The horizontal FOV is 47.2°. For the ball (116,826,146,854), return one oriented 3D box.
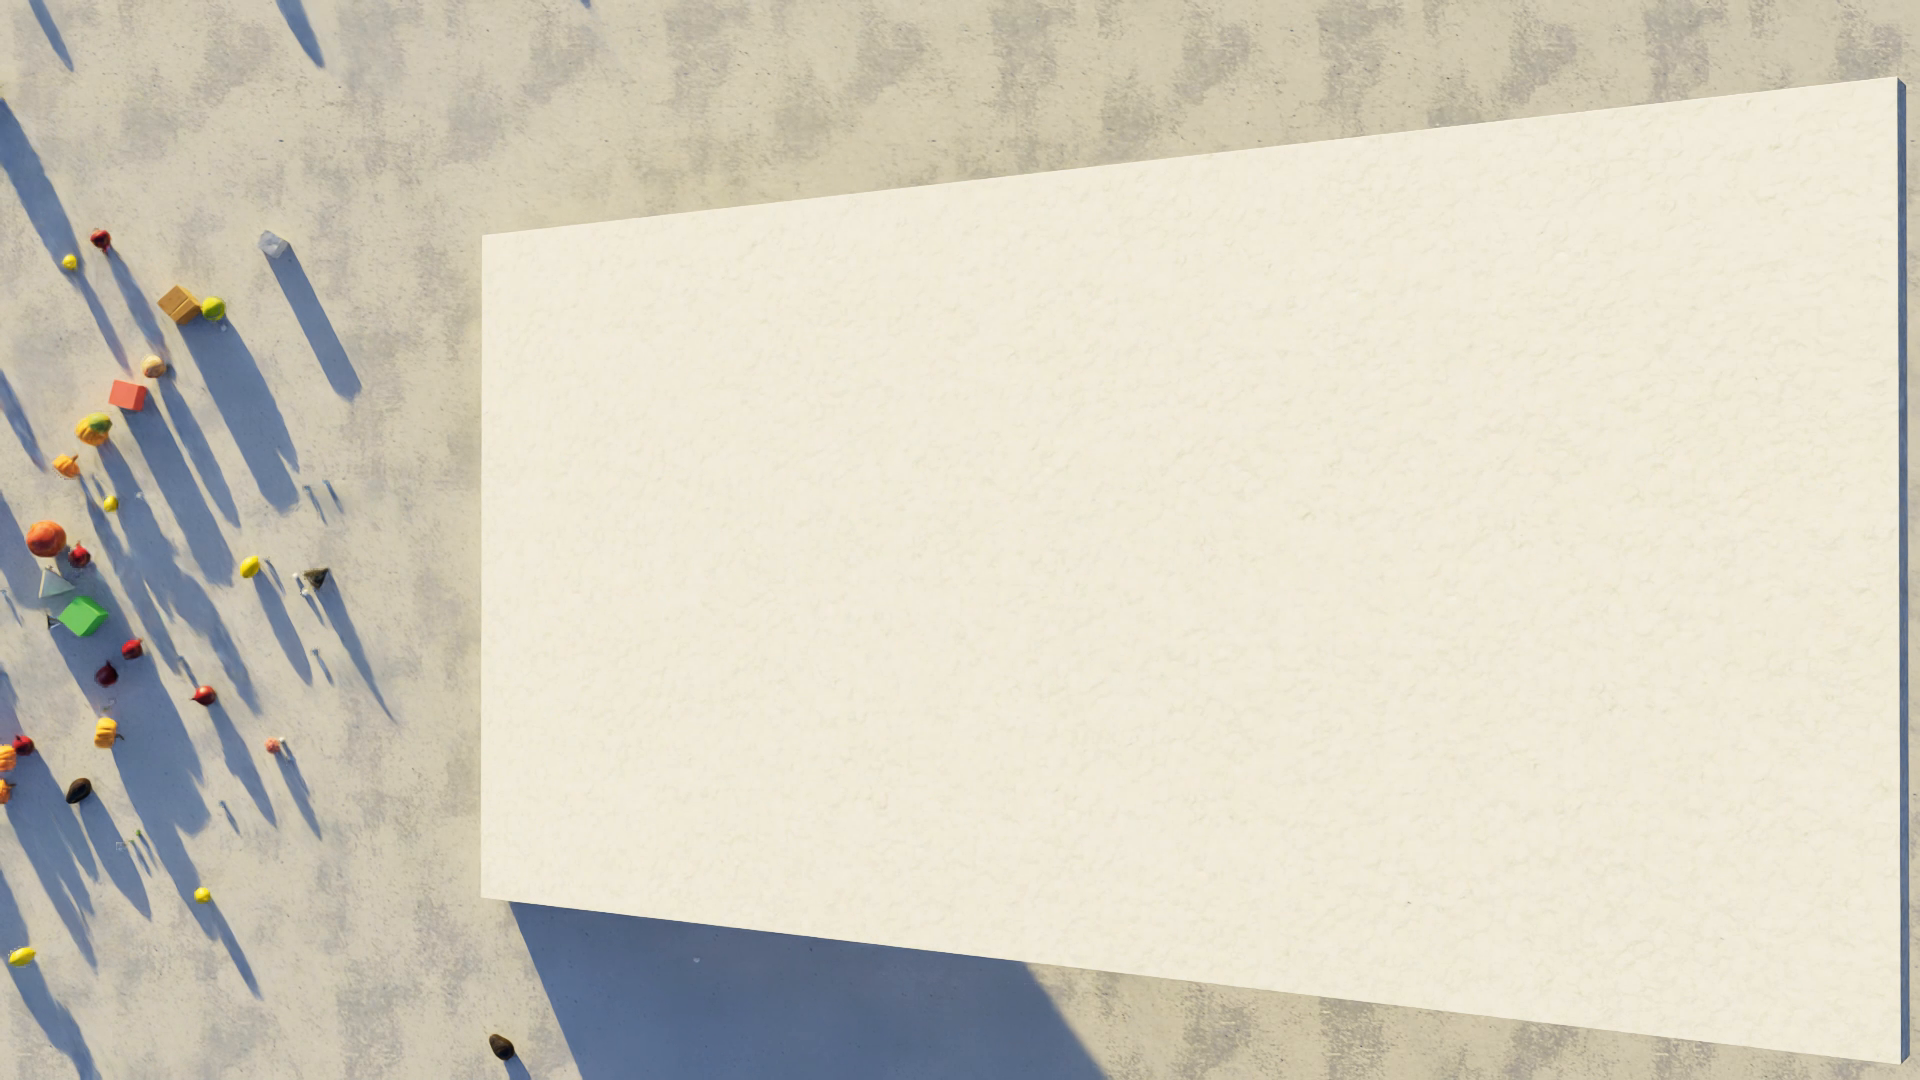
[{"bbox_3d":[-2.528,0.915,6.705,0.085,0.085,0.085,0,90,0],"label":"ball"}]

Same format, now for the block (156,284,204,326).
[{"bbox_3d":[-2.372,-0.714,6.693,0.082,0.082,0.082,-43,90,0],"label":"block"}]

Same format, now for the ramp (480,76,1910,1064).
[{"bbox_3d":[0.255,0.070,5.589,4.000,0.100,2.000,0,89,33],"label":"ramp"}]

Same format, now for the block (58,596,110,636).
[{"bbox_3d":[-2.662,0.232,6.682,0.087,0.087,0.087,41,90,0],"label":"block"}]

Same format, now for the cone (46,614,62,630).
[{"bbox_3d":[-2.760,0.250,6.714,0.050,0.050,0.050,-5,89,-29],"label":"cone"}]

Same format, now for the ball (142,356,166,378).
[{"bbox_3d":[-2.456,-0.525,6.697,0.069,0.069,0.069,0,90,0],"label":"ball"}]

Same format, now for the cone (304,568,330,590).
[{"bbox_3d":[-1.951,0.106,6.711,0.067,0.067,0.067,-41,90,-27],"label":"cone"}]

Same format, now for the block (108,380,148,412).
[{"bbox_3d":[-2.533,-0.440,6.693,0.075,0.075,0.075,14,90,0],"label":"block"}]

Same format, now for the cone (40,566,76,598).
[{"bbox_3d":[-2.745,0.138,6.704,0.100,0.100,0.100,11,89,-27],"label":"cone"}]

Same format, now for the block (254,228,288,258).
[{"bbox_3d":[-2.098,-0.903,6.704,0.062,0.062,0.062,33,90,0],"label":"block"}]
